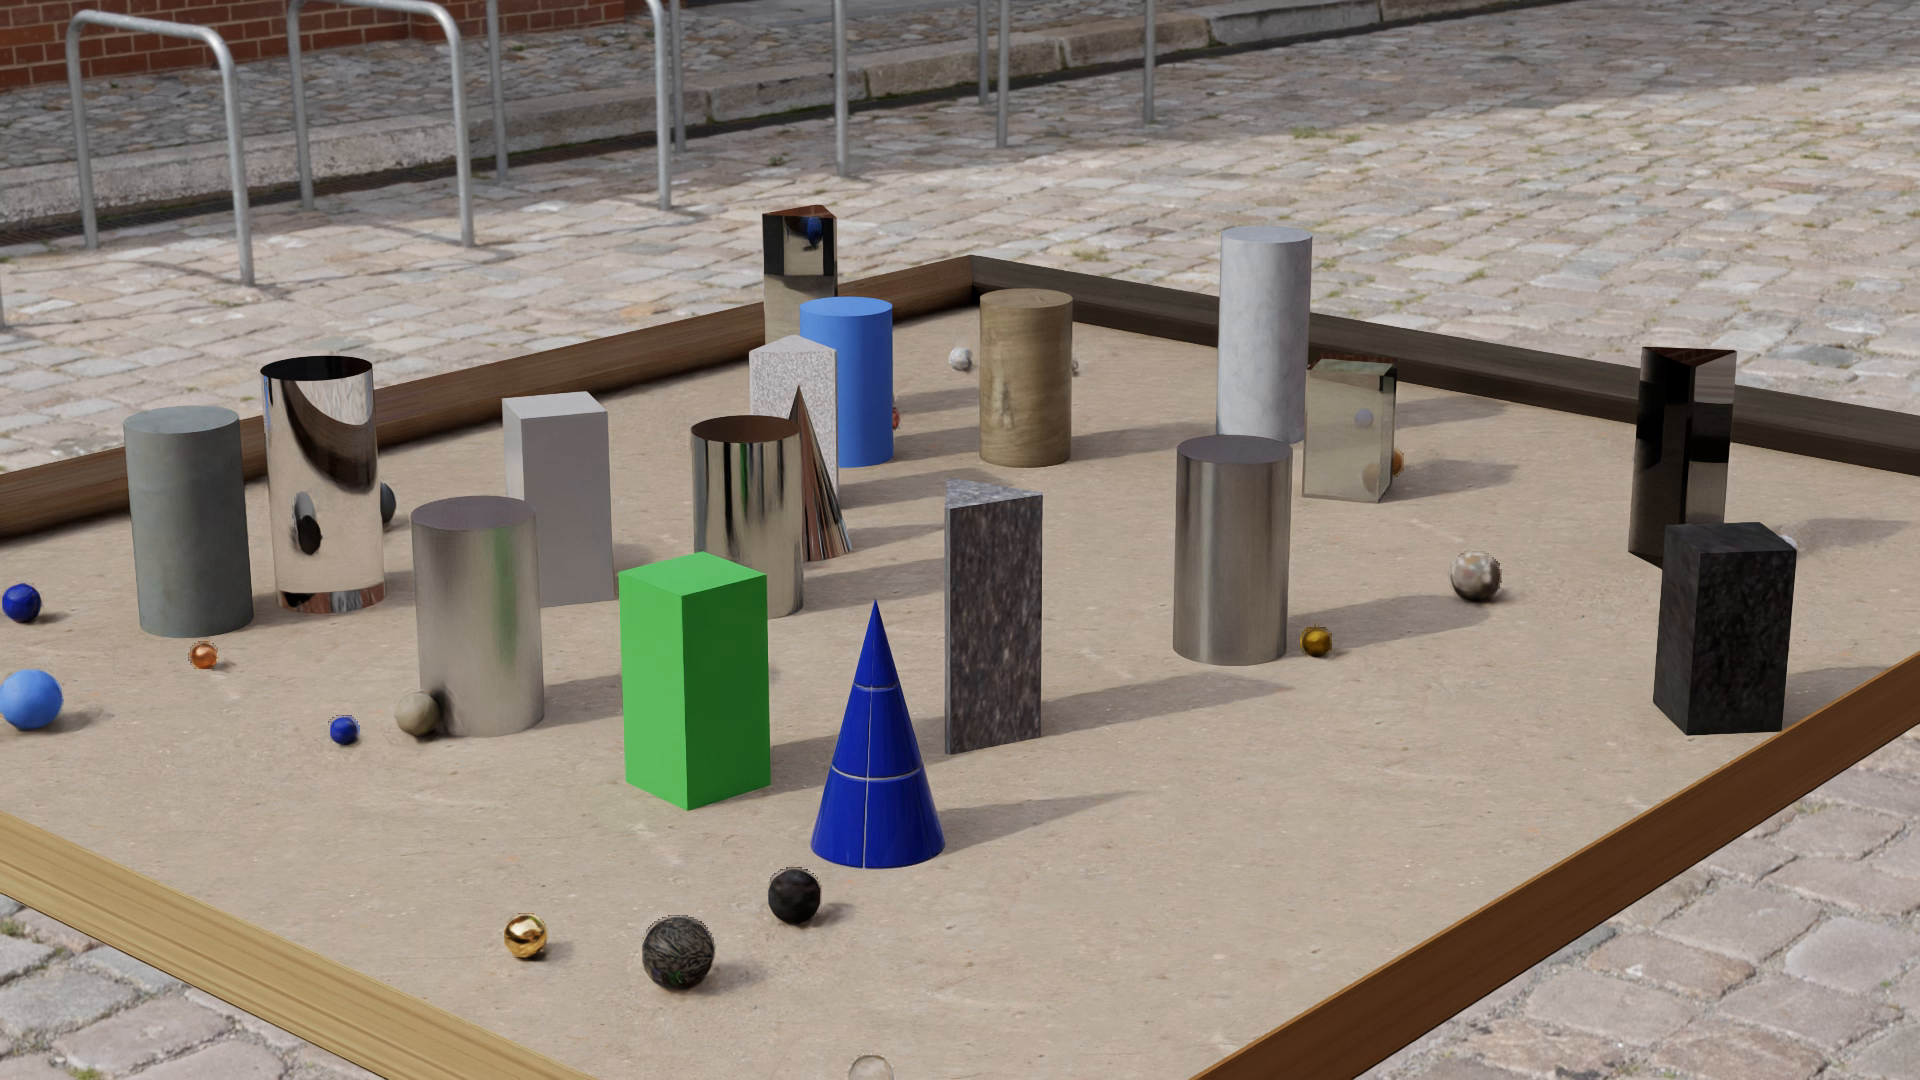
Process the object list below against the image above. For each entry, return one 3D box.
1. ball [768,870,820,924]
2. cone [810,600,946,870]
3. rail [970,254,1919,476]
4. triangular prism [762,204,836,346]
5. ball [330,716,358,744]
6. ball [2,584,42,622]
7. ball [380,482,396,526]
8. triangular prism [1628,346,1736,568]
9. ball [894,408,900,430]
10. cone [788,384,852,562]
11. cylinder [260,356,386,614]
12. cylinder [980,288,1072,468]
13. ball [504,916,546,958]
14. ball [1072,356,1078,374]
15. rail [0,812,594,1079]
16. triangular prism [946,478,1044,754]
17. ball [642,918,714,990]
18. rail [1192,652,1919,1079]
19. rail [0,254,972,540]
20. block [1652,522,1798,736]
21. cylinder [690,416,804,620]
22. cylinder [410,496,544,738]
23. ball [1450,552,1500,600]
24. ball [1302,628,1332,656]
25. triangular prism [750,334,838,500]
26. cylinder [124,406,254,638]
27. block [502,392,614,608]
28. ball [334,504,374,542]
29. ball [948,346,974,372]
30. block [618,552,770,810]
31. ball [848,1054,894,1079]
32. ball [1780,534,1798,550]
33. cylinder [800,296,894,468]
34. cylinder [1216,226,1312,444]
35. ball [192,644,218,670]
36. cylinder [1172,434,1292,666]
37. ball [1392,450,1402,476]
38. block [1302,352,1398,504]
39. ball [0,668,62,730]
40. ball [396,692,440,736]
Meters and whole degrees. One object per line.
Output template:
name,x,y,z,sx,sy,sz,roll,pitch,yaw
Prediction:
ball,-0.214,0.461,3.792,0.069,0.069,0.069,0,17,0
cone,-0.114,0.248,4.000,0.188,0.356,0.188,0,17,0
rail,1.180,-0.363,6.422,3.096,0.122,0.045,14,22,39
triangular prism,-0.320,-0.486,6.275,0.162,0.445,0.141,5,17,15
ball,-0.927,0.287,4.412,0.042,0.042,0.042,0,17,0
ball,-1.590,0.107,4.968,0.065,0.065,0.065,0,17,0
ball,-1.105,-0.067,5.494,0.094,0.094,0.094,0,17,0
triangular prism,1.278,-0.150,5.269,0.141,0.383,0.162,14,22,38
ball,-0.152,-0.257,6.192,0.053,0.053,0.053,0,17,0
cone,-0.292,-0.135,5.349,0.188,0.309,0.188,0,17,0
cylinder,-1.095,-0.097,5.049,0.188,0.409,0.188,0,17,0
cylinder,0.134,-0.330,5.958,0.188,0.329,0.188,0,17,0
ball,-0.547,0.500,3.690,0.054,0.054,0.054,0,17,0
ball,0.241,-0.397,6.655,0.055,0.055,0.055,0,17,0
rail,-1.180,0.424,3.820,3.096,0.122,0.045,14,22,39
triangular prism,0.018,0.108,4.418,0.162,0.383,0.141,-9,19,-27
ball,-0.347,0.508,3.602,0.089,0.089,0.089,0,17,0
rail,1.151,0.320,4.164,0.045,0.122,3.647,14,22,39
rail,-1.151,-0.259,6.078,0.045,0.122,3.647,14,22,39
block,1.169,0.135,4.490,0.150,0.290,0.150,-2,17,-6
cylinder,-0.363,-0.039,5.024,0.188,0.313,0.188,0,17,0
cylinder,-0.736,0.116,4.484,0.188,0.329,0.188,0,17,0
ball,0.893,0.064,5.080,0.084,0.084,0.084,0,17,0
ball,0.584,0.168,4.799,0.047,0.047,0.047,0,17,0
triangular prism,-0.318,-0.226,5.641,0.162,0.314,0.141,-1,17,-3
cylinder,-1.296,-0.032,4.932,0.188,0.353,0.188,0,17,0
block,-0.697,-0.070,5.084,0.150,0.338,0.150,-6,18,-20
ball,-1.118,-0.030,5.413,0.071,0.071,0.071,0,17,0
ball,0.002,-0.415,6.711,0.056,0.056,0.056,0,17,0
block,-0.381,0.201,4.218,0.150,0.321,0.150,-14,22,-40
ball,-0.101,0.610,3.329,0.051,0.051,0.051,0,17,0
ball,1.490,0.014,5.305,0.048,0.048,0.048,0,17,0
cylinder,-0.230,-0.322,5.963,0.188,0.312,0.188,0,17,0
cylinder,0.632,-0.425,6.102,0.188,0.428,0.188,0,17,0
ball,-1.222,0.189,4.741,0.041,0.041,0.041,0,17,0
cylinder,0.445,0.015,4.799,0.188,0.339,0.188,0,17,0
ball,0.850,-0.154,5.825,0.059,0.059,0.059,0,17,0
block,0.760,-0.219,5.719,0.150,0.255,0.150,5,18,18
ball,-1.418,0.243,4.472,0.093,0.093,0.093,0,17,0
ball,-0.819,0.263,4.429,0.067,0.067,0.067,0,17,0
